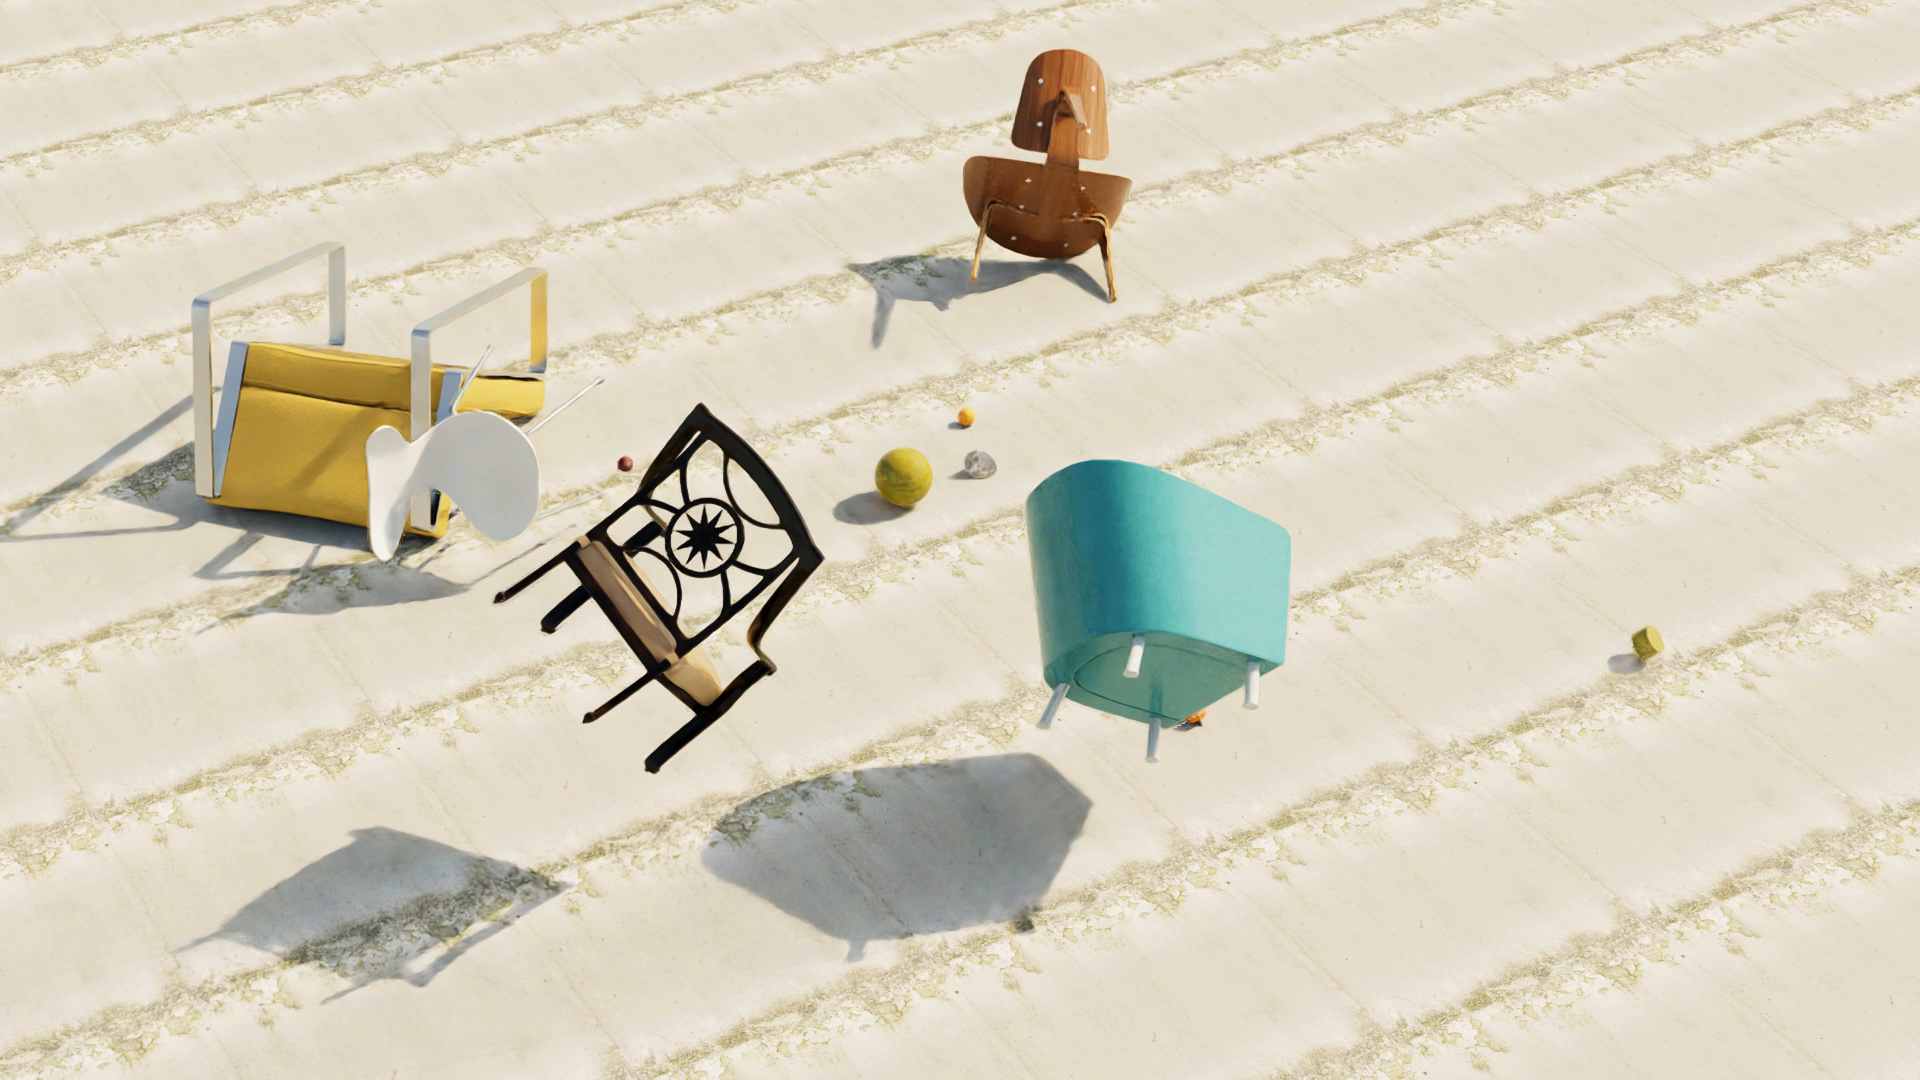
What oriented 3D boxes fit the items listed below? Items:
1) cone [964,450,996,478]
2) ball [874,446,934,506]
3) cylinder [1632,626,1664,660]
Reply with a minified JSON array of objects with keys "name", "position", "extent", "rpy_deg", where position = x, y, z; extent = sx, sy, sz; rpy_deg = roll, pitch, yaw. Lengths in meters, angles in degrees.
[{"name":"cone","position":[0.070,-0.296,11.348],"extent":[0.133,0.102,0.109],"rpy_deg":[28,1,-11]},{"name":"ball","position":[-0.213,-0.241,11.106],"extent":[0.225,0.225,0.225],"rpy_deg":[0,33,0]},{"name":"cylinder","position":[2.409,0.359,10.268],"extent":[0.094,0.065,0.105],"rpy_deg":[21,50,-37]}]
